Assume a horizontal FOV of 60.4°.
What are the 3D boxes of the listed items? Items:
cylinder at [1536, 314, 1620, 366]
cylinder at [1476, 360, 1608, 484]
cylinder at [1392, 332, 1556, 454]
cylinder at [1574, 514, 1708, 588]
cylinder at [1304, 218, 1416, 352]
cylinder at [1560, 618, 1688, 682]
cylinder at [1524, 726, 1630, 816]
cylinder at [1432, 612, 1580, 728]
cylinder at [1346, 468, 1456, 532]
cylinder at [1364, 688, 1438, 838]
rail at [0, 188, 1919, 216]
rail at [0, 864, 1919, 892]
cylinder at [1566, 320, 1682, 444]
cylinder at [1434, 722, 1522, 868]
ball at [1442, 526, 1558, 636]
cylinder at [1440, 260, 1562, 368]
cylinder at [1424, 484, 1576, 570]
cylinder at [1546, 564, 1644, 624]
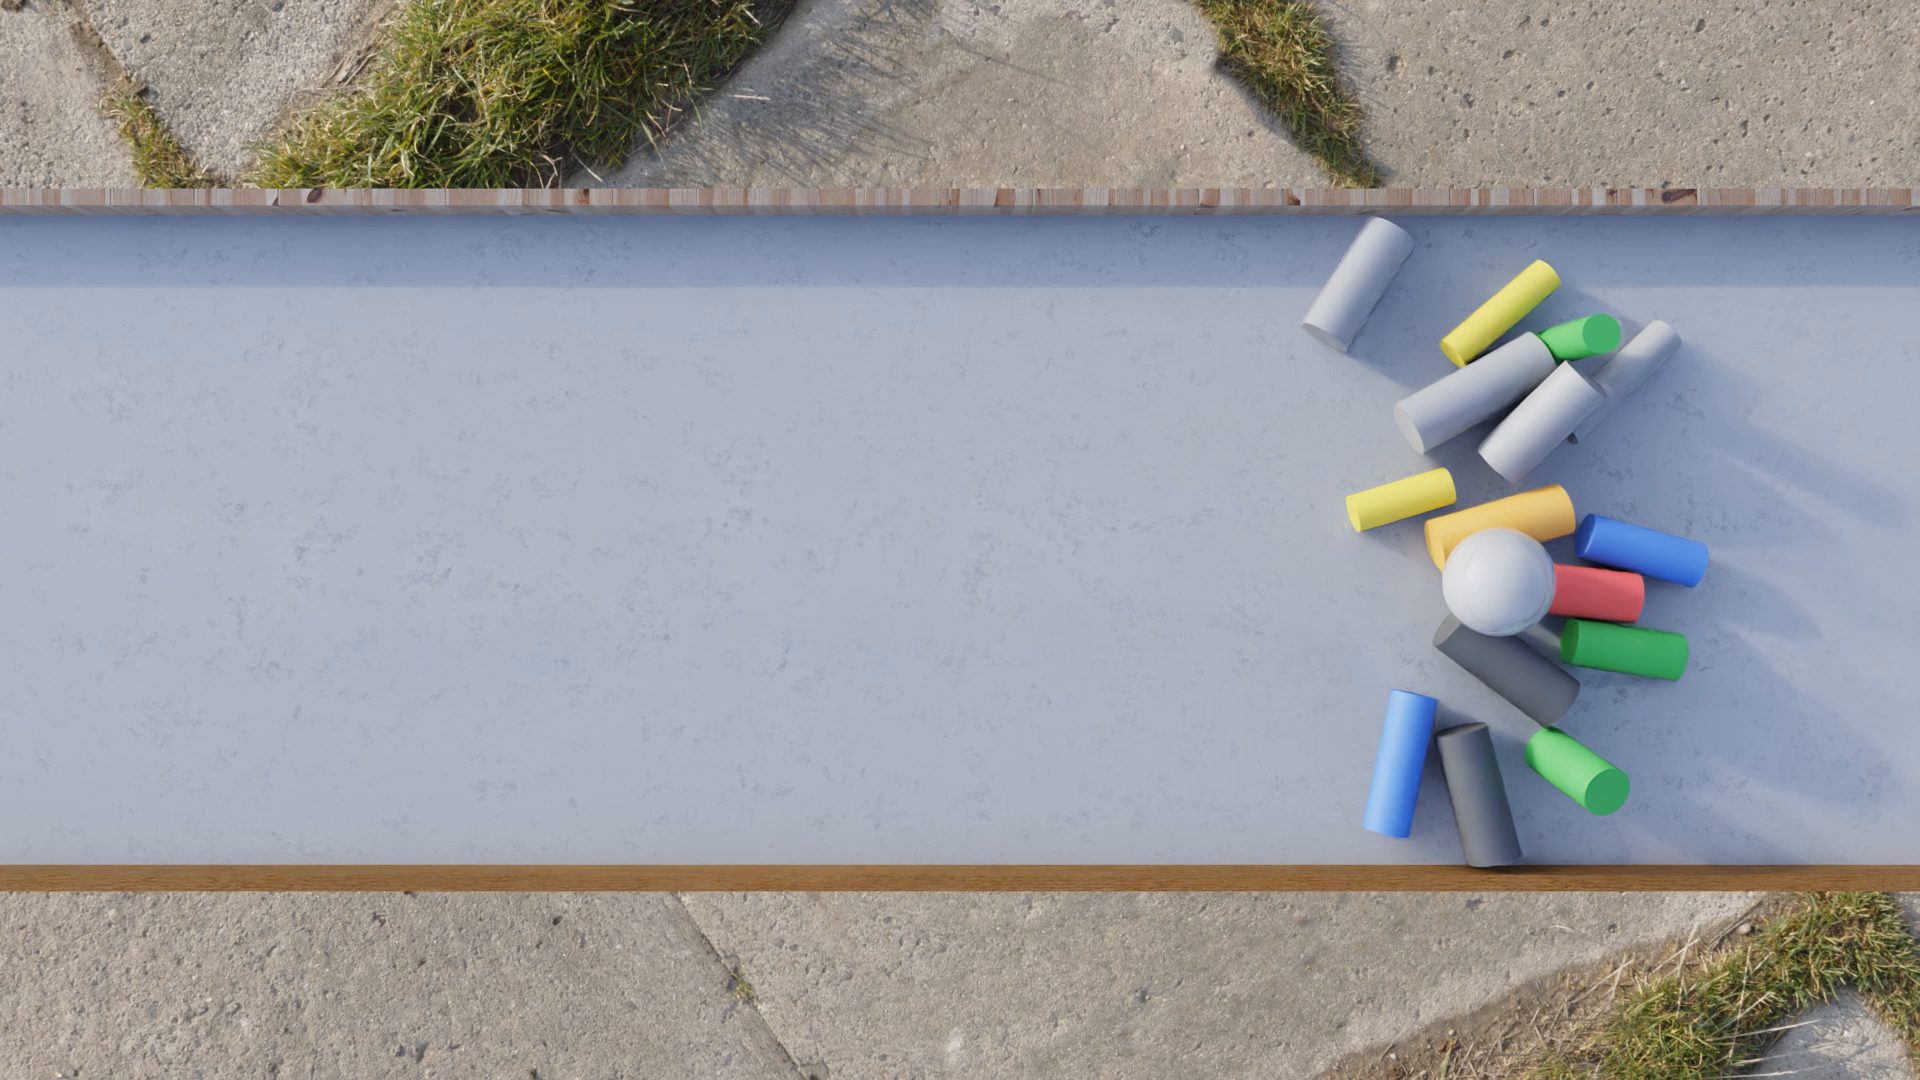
[{"bbox_3d":[1.824,-0.590,4.900,0.116,0.343,0.116,0,90,-5],"label":"cylinder"},{"bbox_3d":[1.736,-0.350,4.928,0.167,0.167,0.360,42,114,0],"label":"cylinder"},{"bbox_3d":[1.557,-0.443,4.990,0.457,0.171,0.171,-29,90,0],"label":"cylinder"},{"bbox_3d":[2.067,0.033,5.007,0.351,0.138,0.138,15,90,0],"label":"cylinder"},{"bbox_3d":[1.209,-0.774,4.998,0.157,0.157,0.379,32,90,0],"label":"cylinder"},{"bbox_3d":[2.013,0.331,5.004,0.331,0.145,0.145,9,90,0],"label":"cylinder"},{"bbox_3d":[1.833,0.685,4.909,0.150,0.300,0.150,-5,108,-14],"label":"cylinder"},{"bbox_3d":[1.651,0.374,4.990,0.411,0.174,0.174,37,90,0],"label":"cylinder"},{"bbox_3d":[1.341,-0.122,5.019,0.302,0.115,0.115,-17,90,0],"label":"cylinder"},{"bbox_3d":[1.338,0.678,5.008,0.138,0.138,0.429,12,90,0],"label":"cylinder"},{"bbox_3d":[-2.247,-1.025,5.002,12.000,0.150,0.050,0,90,0],"label":"rail"},{"bbox_3d":[-2.247,1.025,5.001,12.000,0.150,0.050,0,90,0],"label":"rail"},{"bbox_3d":[1.994,-0.481,5.019,0.433,0.114,0.114,-43,90,0],"label":"cylinder"},{"bbox_3d":[1.568,0.770,4.996,0.162,0.162,0.403,-15,90,0],"label":"cylinder"},{"bbox_3d":[1.568,0.121,4.799,0.318,0.318,0.318,0,90,0],"label":"ball"},{"bbox_3d":[1.646,-0.688,5.023,0.382,0.106,0.106,-40,90,0],"label":"cylinder"},{"bbox_3d":[1.633,-0.038,4.997,0.406,0.160,0.160,-16,90,0],"label":"cylinder"},{"bbox_3d":[1.855,0.157,4.999,0.376,0.154,0.154,6,90,0],"label":"cylinder"}]
